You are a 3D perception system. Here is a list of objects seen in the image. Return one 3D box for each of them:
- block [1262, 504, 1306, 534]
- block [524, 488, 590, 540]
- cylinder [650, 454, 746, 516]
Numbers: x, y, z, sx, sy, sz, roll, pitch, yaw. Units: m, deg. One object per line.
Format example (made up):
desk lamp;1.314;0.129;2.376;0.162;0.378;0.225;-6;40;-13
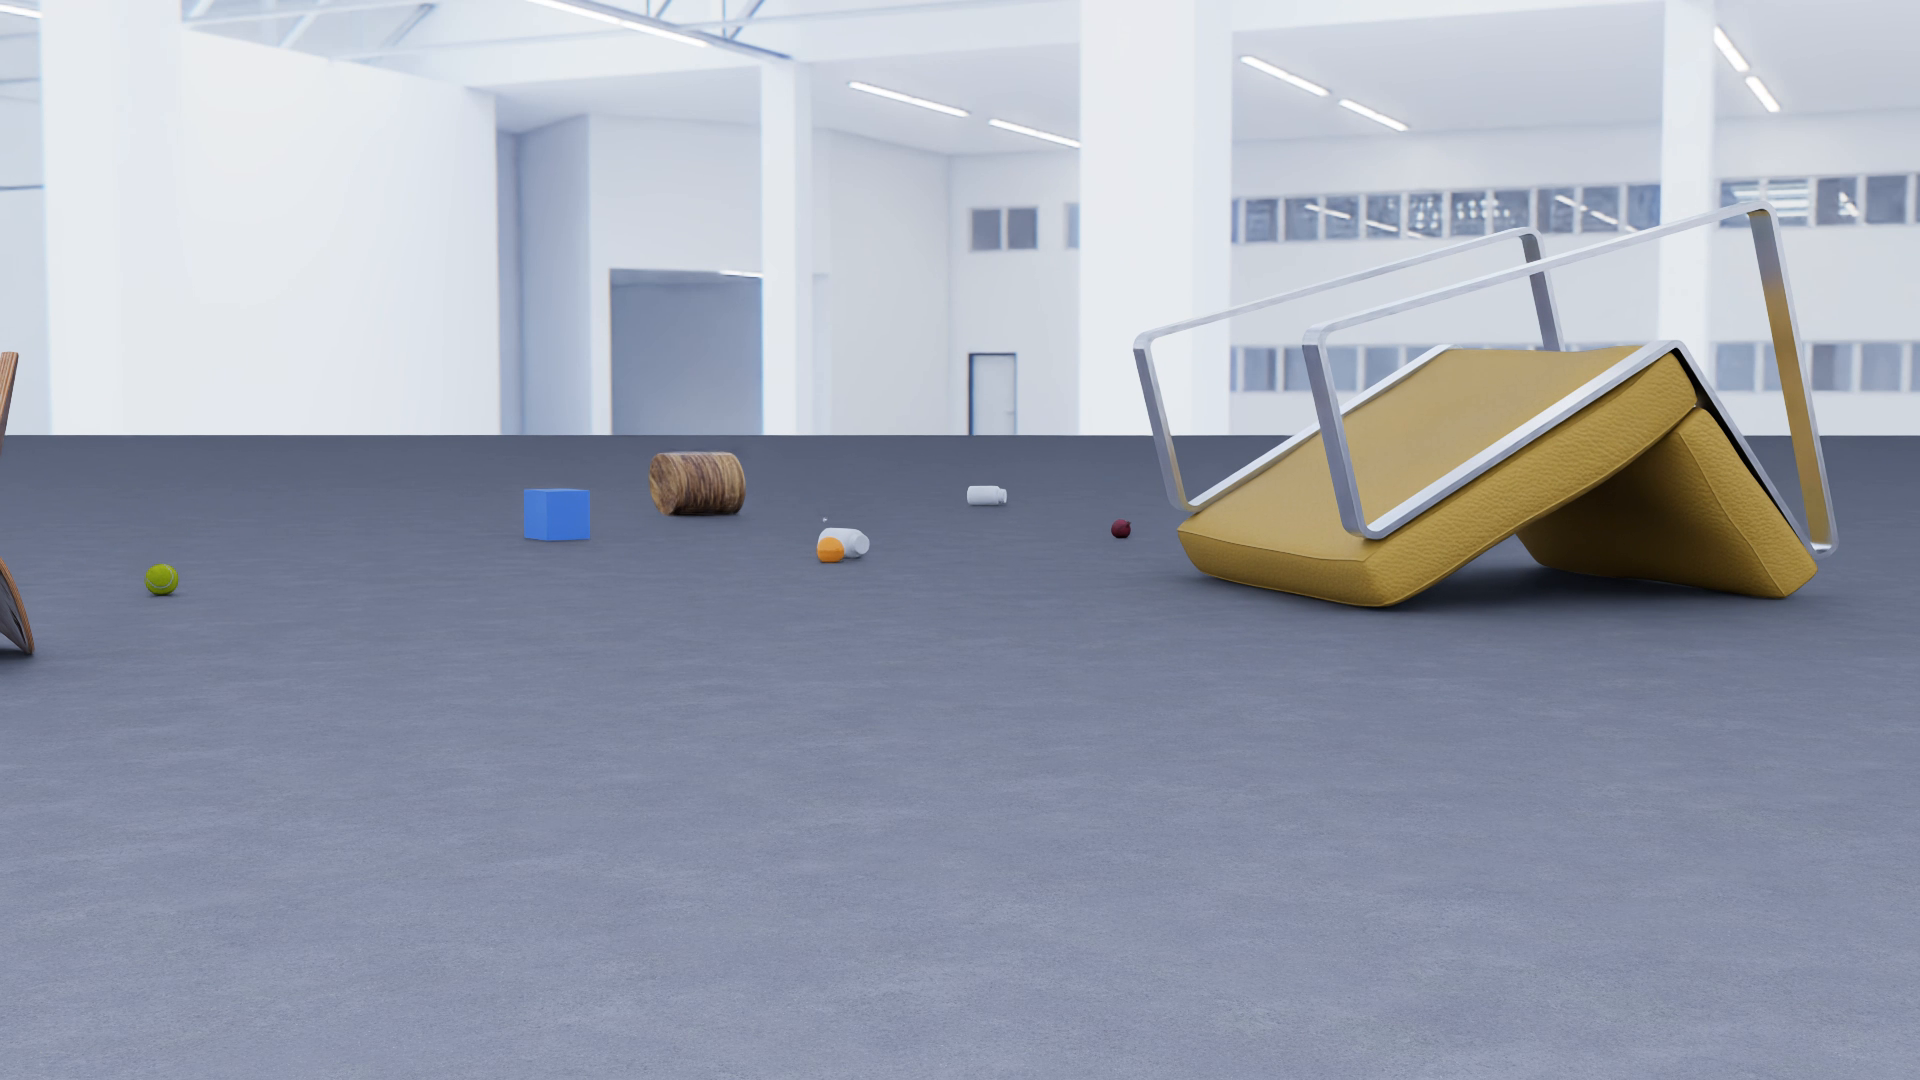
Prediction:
block;1.025;-0.067;6.935;0.117;0.081;0.160;1;4;16
block;-1.215;-0.078;6.625;0.138;0.145;0.172;-3;5;-34
cylinder;-0.942;-0.200;7.884;0.270;0.202;0.237;-3;44;-34
